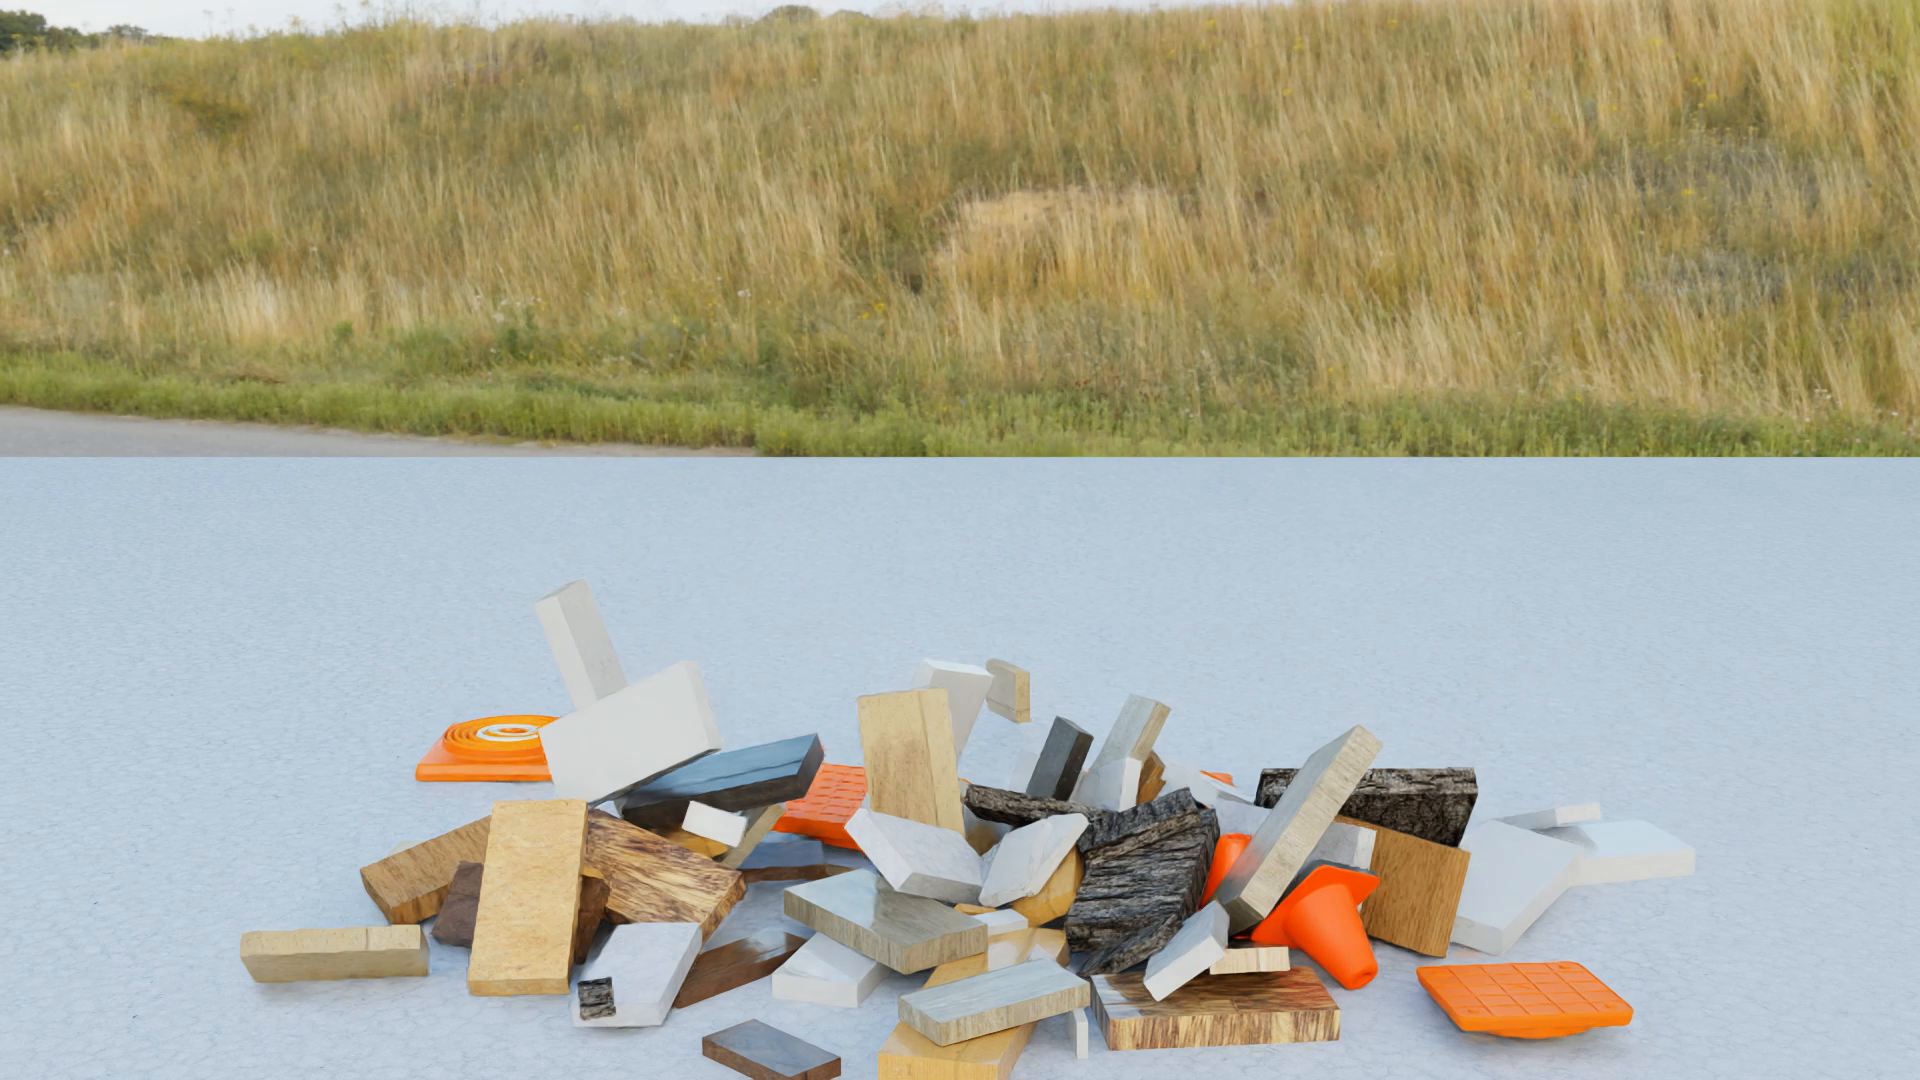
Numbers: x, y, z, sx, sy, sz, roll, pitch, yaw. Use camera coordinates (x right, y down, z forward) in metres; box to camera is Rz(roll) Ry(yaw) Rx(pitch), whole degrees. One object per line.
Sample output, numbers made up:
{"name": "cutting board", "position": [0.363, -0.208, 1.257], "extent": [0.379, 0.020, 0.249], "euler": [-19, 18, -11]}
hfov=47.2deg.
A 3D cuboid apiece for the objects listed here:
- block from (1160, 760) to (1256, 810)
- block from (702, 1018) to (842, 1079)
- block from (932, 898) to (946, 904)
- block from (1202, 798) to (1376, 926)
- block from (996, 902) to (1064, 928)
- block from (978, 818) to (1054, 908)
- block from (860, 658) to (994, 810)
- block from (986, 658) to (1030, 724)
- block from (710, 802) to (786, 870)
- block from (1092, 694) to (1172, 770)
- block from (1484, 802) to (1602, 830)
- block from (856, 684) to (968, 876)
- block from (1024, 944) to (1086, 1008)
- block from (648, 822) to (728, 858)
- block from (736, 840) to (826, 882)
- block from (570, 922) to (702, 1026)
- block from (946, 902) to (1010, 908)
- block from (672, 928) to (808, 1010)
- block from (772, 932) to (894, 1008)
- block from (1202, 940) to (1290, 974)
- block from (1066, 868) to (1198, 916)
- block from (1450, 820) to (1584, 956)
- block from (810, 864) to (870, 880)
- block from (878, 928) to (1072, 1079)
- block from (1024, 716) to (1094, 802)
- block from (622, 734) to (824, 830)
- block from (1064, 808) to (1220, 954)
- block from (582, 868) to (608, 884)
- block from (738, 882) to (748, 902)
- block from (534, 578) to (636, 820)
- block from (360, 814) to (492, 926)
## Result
{"name": "block", "position": [0.485, 0.464, 3.888], "extent": [0.260, 0.037, 0.130], "euler": [25, 2, -42]}
{"name": "block", "position": [-0.257, 0.702, 2.993], "extent": [0.092, 0.026, 0.184], "euler": [-10, 15, -44]}
{"name": "block", "position": [-0.100, 0.598, 3.510], "extent": [0.142, 0.020, 0.071], "euler": [0, 24, 12]}
{"name": "block", "position": [0.524, 0.517, 3.555], "extent": [0.043, 0.151, 0.302], "euler": [19, -9, -41]}
{"name": "block", "position": [0.088, 0.606, 3.529], "extent": [0.142, 0.020, 0.071], "euler": [-7, 13, -35]}
{"name": "block", "position": [0.089, 0.516, 3.506], "extent": [0.083, 0.023, 0.166], "euler": [-26, 20, 30]}
{"name": "block", "position": [-0.057, 0.350, 3.808], "extent": [0.144, 0.288, 0.041], "euler": [11, 16, -45]}
{"name": "block", "position": [0.099, 0.315, 4.594], "extent": [0.030, 0.106, 0.211], "euler": [-4, 5, -16]}
{"name": "block", "position": [-0.356, 0.484, 3.599], "extent": [0.026, 0.184, 0.092], "euler": [37, 9, -18]}
{"name": "block", "position": [0.291, 0.389, 3.949], "extent": [0.032, 0.227, 0.113], "euler": [31, -8, -20]}
{"name": "block", "position": [1.032, 0.495, 3.898], "extent": [0.098, 0.028, 0.195], "euler": [-4, -11, -26]}
{"name": "block", "position": [-0.077, 0.400, 3.656], "extent": [0.149, 0.299, 0.042], "euler": [-7, 1, 2]}
{"name": "block", "position": [0.141, 0.637, 3.185], "extent": [0.108, 0.015, 0.054], "euler": [44, 17, 3]}
{"name": "block", "position": [-0.543, 0.524, 3.599], "extent": [0.306, 0.043, 0.153], "euler": [-21, 15, -12]}
{"name": "block", "position": [-0.318, 0.540, 3.693], "extent": [0.178, 0.025, 0.089], "euler": [-2, 19, -9]}
{"name": "block", "position": [-0.469, 0.632, 3.212], "extent": [0.127, 0.036, 0.255], "euler": [-2, 16, 8]}
{"name": "block", "position": [0.014, 0.594, 3.591], "extent": [0.142, 0.020, 0.071], "euler": [-8, 13, -35]}
{"name": "block", "position": [-0.349, 0.643, 3.312], "extent": [0.092, 0.026, 0.271], "euler": [9, 14, 41]}
{"name": "block", "position": [-0.171, 0.634, 3.328], "extent": [0.132, 0.037, 0.264], "euler": [3, 11, 18]}
{"name": "block", "position": [0.397, 0.615, 3.246], "extent": [0.117, 0.033, 0.233], "euler": [-1, -8, -7]}
{"name": "block", "position": [0.254, 0.575, 3.501], "extent": [0.151, 0.043, 0.302], "euler": [-18, 17, -14]}
{"name": "block", "position": [0.863, 0.557, 3.551], "extent": [0.166, 0.047, 0.333], "euler": [15, 25, 33]}
{"name": "block", "position": [-0.206, 0.570, 3.738], "extent": [0.102, 0.014, 0.051], "euler": [5, 12, 27]}
{"name": "block", "position": [0.031, 0.663, 3.150], "extent": [0.163, 0.046, 0.509], "euler": [3, 11, 14]}
{"name": "block", "position": [0.162, 0.434, 3.907], "extent": [0.032, 0.225, 0.112], "euler": [21, 3, -20]}
{"name": "block", "position": [-0.386, 0.398, 3.602], "extent": [0.306, 0.043, 0.153], "euler": [-13, 17, 14]}
{"name": "block", "position": [0.290, 0.532, 3.451], "extent": [0.176, 0.050, 0.353], "euler": [-8, 18, 19]}
{"name": "block", "position": [-0.602, 0.524, 3.430], "extent": [0.095, 0.048, 0.014], "euler": [7, 57, 16]}
{"name": "block", "position": [-0.448, 0.577, 3.672], "extent": [0.178, 0.025, 0.089], "euler": [0, 11, -1]}
{"name": "block", "position": [-0.590, 0.322, 3.767], "extent": [0.043, 0.509, 0.153], "euler": [-19, 7, 12]}
{"name": "block", "position": [-0.813, 0.531, 3.616], "extent": [0.303, 0.043, 0.152], "euler": [-21, 28, -27]}
